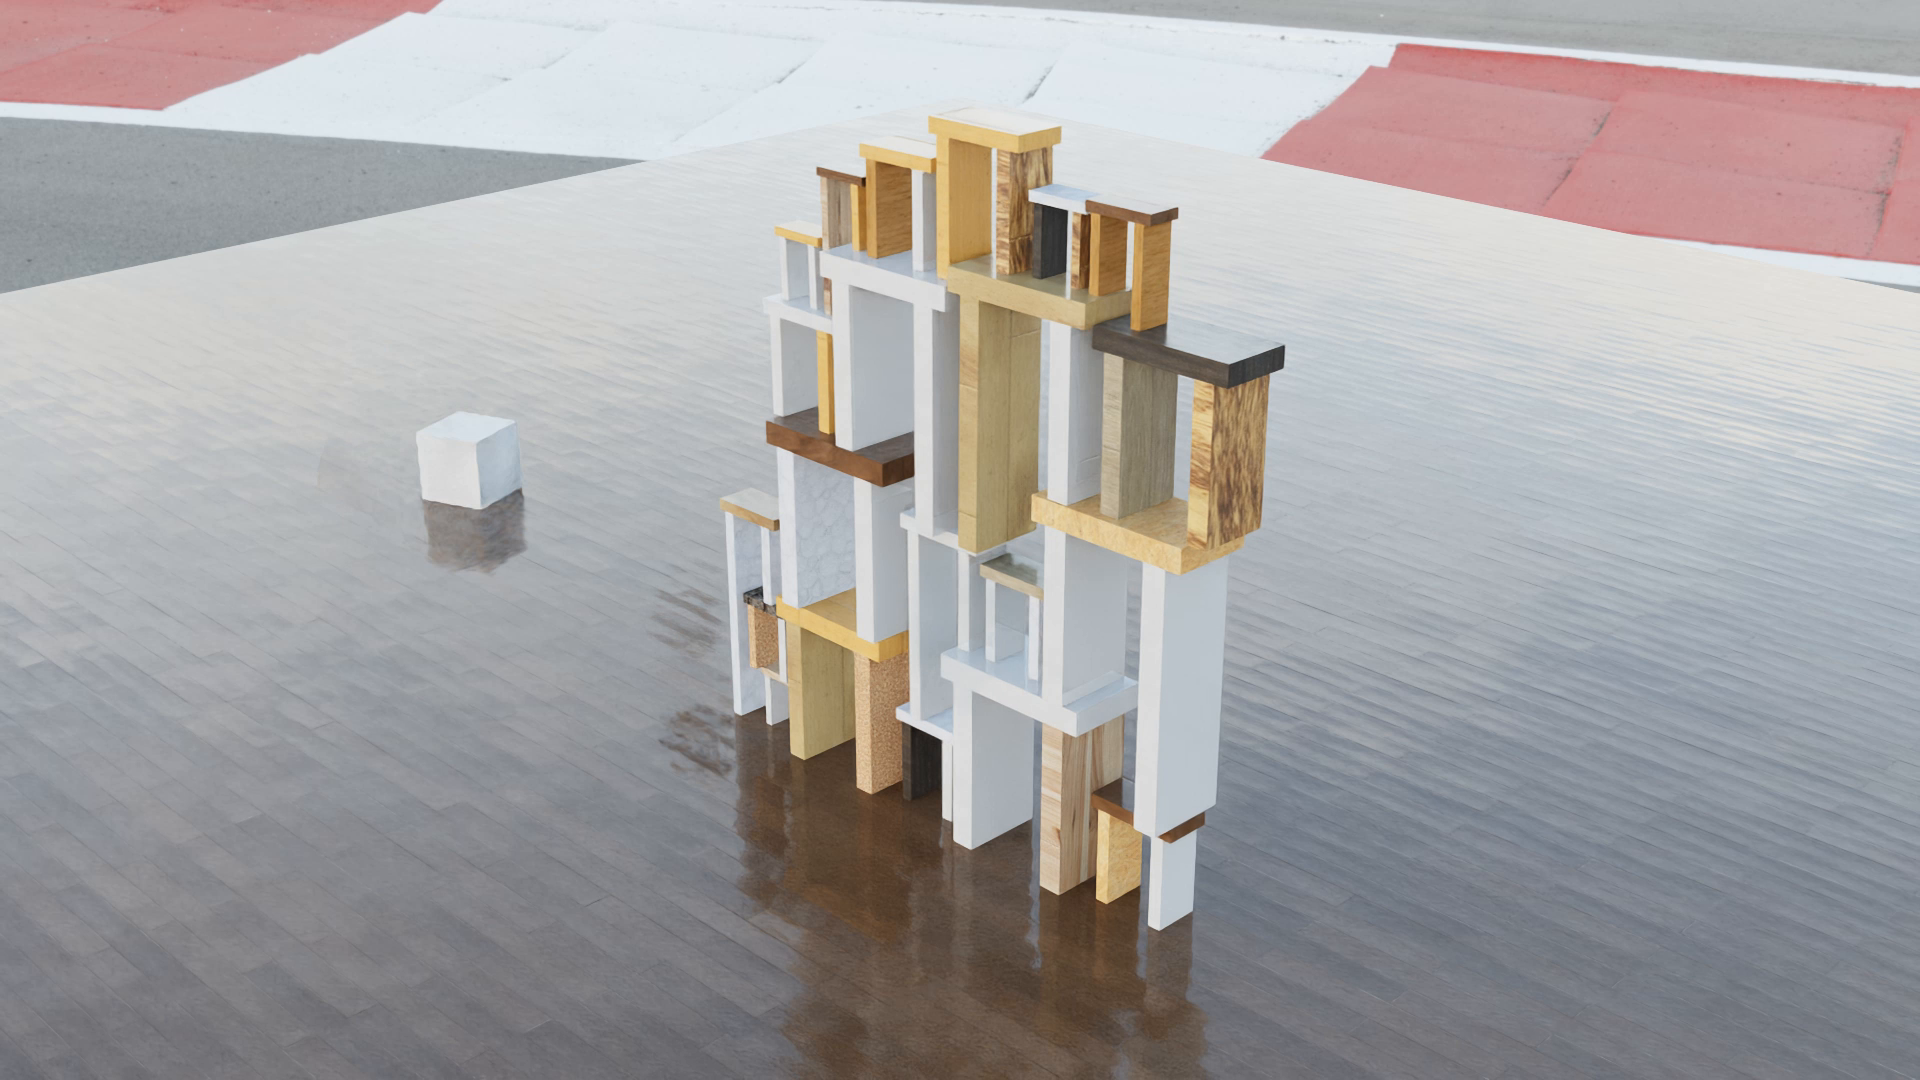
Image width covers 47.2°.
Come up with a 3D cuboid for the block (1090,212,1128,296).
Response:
[{"bbox_3d":[0.252,-0.491,3.735,0.072,0.143,0.020,-21,31,-41],"label":"block"}]

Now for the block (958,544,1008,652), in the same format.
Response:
[{"bbox_3d":[0.043,0.103,4.227,0.103,0.206,0.029,-21,31,-40],"label":"block"}]

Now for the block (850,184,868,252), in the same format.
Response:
[{"bbox_3d":[-0.175,-0.613,4.148,0.018,0.126,0.063,20,30,41],"label":"block"}]

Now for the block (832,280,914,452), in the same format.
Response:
[{"bbox_3d":[-0.166,-0.354,4.249,0.167,0.335,0.047,-21,31,-40],"label":"block"}]

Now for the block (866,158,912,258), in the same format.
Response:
[{"bbox_3d":[-0.131,-0.626,4.101,0.026,0.185,0.093,21,31,41],"label":"block"}]

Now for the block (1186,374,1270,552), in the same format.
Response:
[{"bbox_3d":[0.449,-0.141,3.681,0.147,0.294,0.042,-21,31,-40],"label":"block"}]

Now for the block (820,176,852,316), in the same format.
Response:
[{"bbox_3d":[-0.235,-0.570,4.230,0.063,0.270,0.018,-21,30,-40],"label":"block"}]

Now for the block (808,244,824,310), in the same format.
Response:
[{"bbox_3d":[-0.264,-0.519,4.292,0.064,0.128,0.018,-21,30,-40],"label":"block"}]

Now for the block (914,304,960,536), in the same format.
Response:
[{"bbox_3d":[-0.008,-0.241,4.127,0.167,0.448,0.047,-21,31,-41],"label":"block"}]

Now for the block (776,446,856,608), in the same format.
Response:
[{"bbox_3d":[-0.289,-0.046,4.514,0.171,0.343,0.049,-21,31,-40],"label":"block"}]

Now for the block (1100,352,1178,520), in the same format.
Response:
[{"bbox_3d":[0.311,-0.196,3.810,0.147,0.294,0.042,-21,31,-40],"label":"block"}]

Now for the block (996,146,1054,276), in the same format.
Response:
[{"bbox_3d":[0.113,-0.584,3.858,0.109,0.219,0.031,-21,30,-41],"label":"block"}]

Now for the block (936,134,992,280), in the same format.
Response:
[{"bbox_3d":[0.008,-0.607,3.962,0.031,0.259,0.109,21,30,41],"label":"block"}]

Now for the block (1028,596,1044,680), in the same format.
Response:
[{"bbox_3d":[0.167,0.172,4.114,0.024,0.168,0.084,21,31,41],"label":"block"}]

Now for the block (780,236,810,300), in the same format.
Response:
[{"bbox_3d":[-0.324,-0.543,4.348,0.064,0.128,0.018,-21,29,-40],"label":"block"}]

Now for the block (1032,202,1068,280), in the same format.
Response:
[{"bbox_3d":[0.158,-0.527,3.832,0.067,0.134,0.019,-21,31,-41],"label":"block"}]

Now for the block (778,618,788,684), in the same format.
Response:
[{"bbox_3d":[-0.351,0.226,4.694,0.021,0.149,0.074,21,31,41],"label":"block"}]

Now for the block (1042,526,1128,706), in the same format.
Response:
[{"bbox_3d":[0.230,0.116,4.020,0.049,0.346,0.173,21,31,41],"label":"block"}]

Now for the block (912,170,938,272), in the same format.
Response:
[{"bbox_3d":[-0.044,-0.592,4.021,0.026,0.185,0.093,21,31,41],"label":"block"}]

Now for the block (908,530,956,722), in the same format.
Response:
[{"bbox_3d":[-0.054,0.157,4.356,0.029,0.406,0.103,21,31,41],"label":"block"}]

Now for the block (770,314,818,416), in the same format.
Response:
[{"bbox_3d":[-0.329,-0.362,4.428,0.104,0.209,0.030,-21,31,-40],"label":"block"}]

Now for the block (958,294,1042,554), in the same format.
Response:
[{"bbox_3d":[0.073,-0.228,4.044,0.047,0.489,0.165,22,31,40],"label":"block"}]

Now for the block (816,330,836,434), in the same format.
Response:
[{"bbox_3d":[-0.231,-0.323,4.337,0.104,0.209,0.030,-21,31,-40],"label":"block"}]

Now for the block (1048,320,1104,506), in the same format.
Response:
[{"bbox_3d":[0.230,-0.241,3.870,0.165,0.329,0.047,-21,31,-40],"label":"block"}]

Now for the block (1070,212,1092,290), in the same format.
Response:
[{"bbox_3d":[0.221,-0.502,3.774,0.067,0.134,0.019,-21,32,-41],"label":"block"}]

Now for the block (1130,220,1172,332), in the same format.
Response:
[{"bbox_3d":[0.320,-0.446,3.682,0.072,0.183,0.020,-21,31,-40],"label":"block"}]

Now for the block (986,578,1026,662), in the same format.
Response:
[{"bbox_3d":[0.087,0.141,4.187,0.084,0.168,0.024,-21,31,-41],"label":"block"}]

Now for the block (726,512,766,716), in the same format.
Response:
[{"bbox_3d":[-0.459,0.151,4.791,0.025,0.480,0.088,21,31,41],"label":"block"}]

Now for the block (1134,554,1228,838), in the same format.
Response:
[{"bbox_3d":[0.392,0.262,3.905,0.173,0.525,0.049,-21,31,-40],"label":"block"}]

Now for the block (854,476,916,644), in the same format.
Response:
[{"bbox_3d":[-0.128,0.018,4.364,0.171,0.343,0.049,-21,31,-40],"label":"block"}]

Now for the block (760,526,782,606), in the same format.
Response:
[{"bbox_3d":[-0.377,0.043,4.656,0.025,0.176,0.088,21,31,41],"label":"block"}]

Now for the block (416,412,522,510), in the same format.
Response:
[{"bbox_3d":[-1.344,-0.220,6.031,0.193,0.193,0.193,10,25,22],"label":"block"}]
